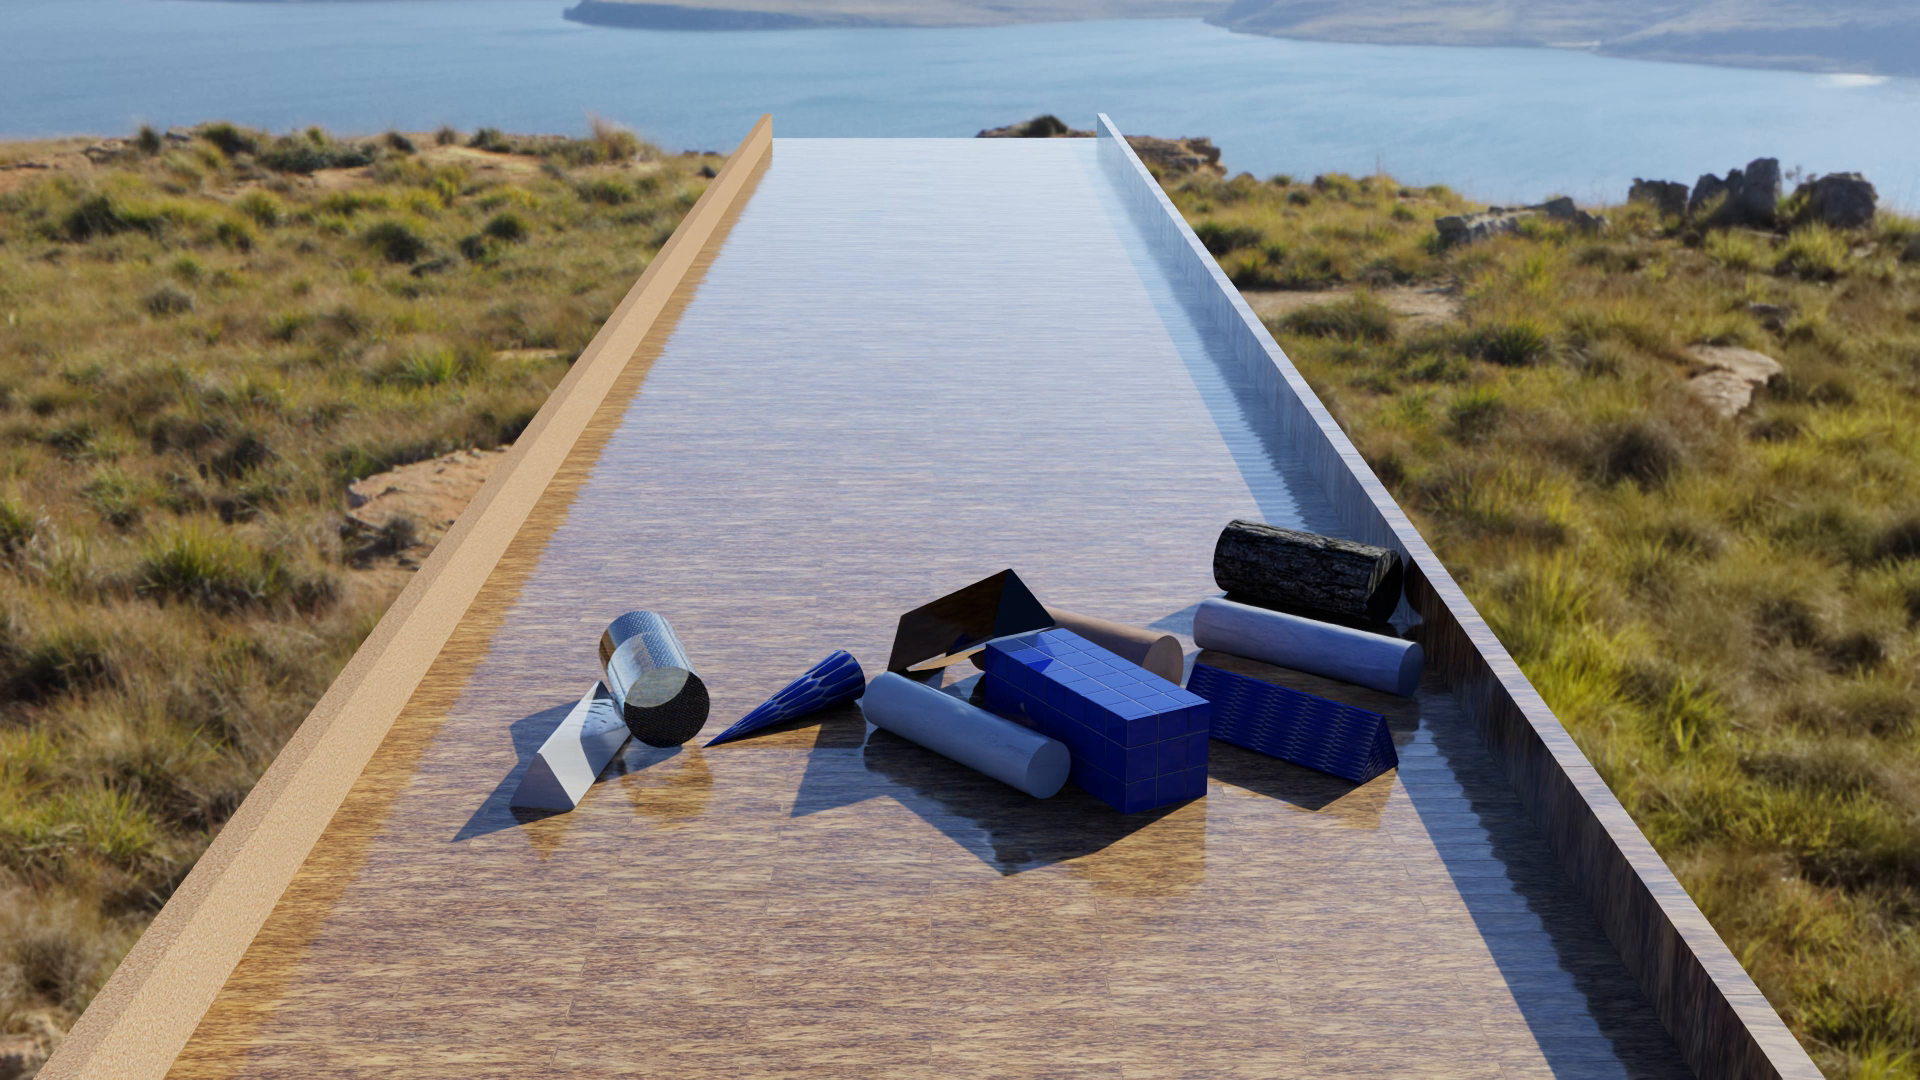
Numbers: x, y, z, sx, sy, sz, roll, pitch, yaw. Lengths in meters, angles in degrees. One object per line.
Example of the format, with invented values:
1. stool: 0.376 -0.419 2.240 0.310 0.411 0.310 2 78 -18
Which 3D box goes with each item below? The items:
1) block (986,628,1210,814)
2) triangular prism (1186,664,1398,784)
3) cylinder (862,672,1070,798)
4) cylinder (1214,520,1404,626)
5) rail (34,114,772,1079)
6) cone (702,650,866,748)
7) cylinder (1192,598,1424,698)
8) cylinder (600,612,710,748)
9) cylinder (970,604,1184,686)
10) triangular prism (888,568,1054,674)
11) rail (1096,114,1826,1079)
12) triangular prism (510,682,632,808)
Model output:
1. block: 0.234 0.312 3.882 0.169 0.169 0.450 -10 19 -29
2. triangular prism: 0.585 0.318 3.957 0.401 0.108 0.125 15 22 40
3. cylinder: 0.005 0.341 3.898 0.103 0.103 0.449 -14 21 -38
4. cylinder: 0.745 0.066 4.721 0.373 0.161 0.161 13 21 37
5. rail: -1.118 -0.838 7.780 0.050 0.150 12.000 0 17 -1
6. cone: -0.342 0.316 4.073 0.359 0.103 0.103 -25 29 -39
7. cylinder: 0.682 0.208 4.340 0.459 0.106 0.106 13 21 36
8. cylinder: -0.572 0.256 4.095 0.156 0.156 0.327 -5 17 -16
9. cylinder: 0.219 0.218 4.223 0.399 0.154 0.154 13 21 36
10. triangular prism: 0.002 0.156 4.165 0.135 0.117 0.431 -10 -8 -31
11. rail: 0.932 -0.844 7.801 0.050 0.150 12.000 0 17 -1
12. triangular prism: -0.681 0.352 3.860 0.113 0.098 0.353 2 17 7
